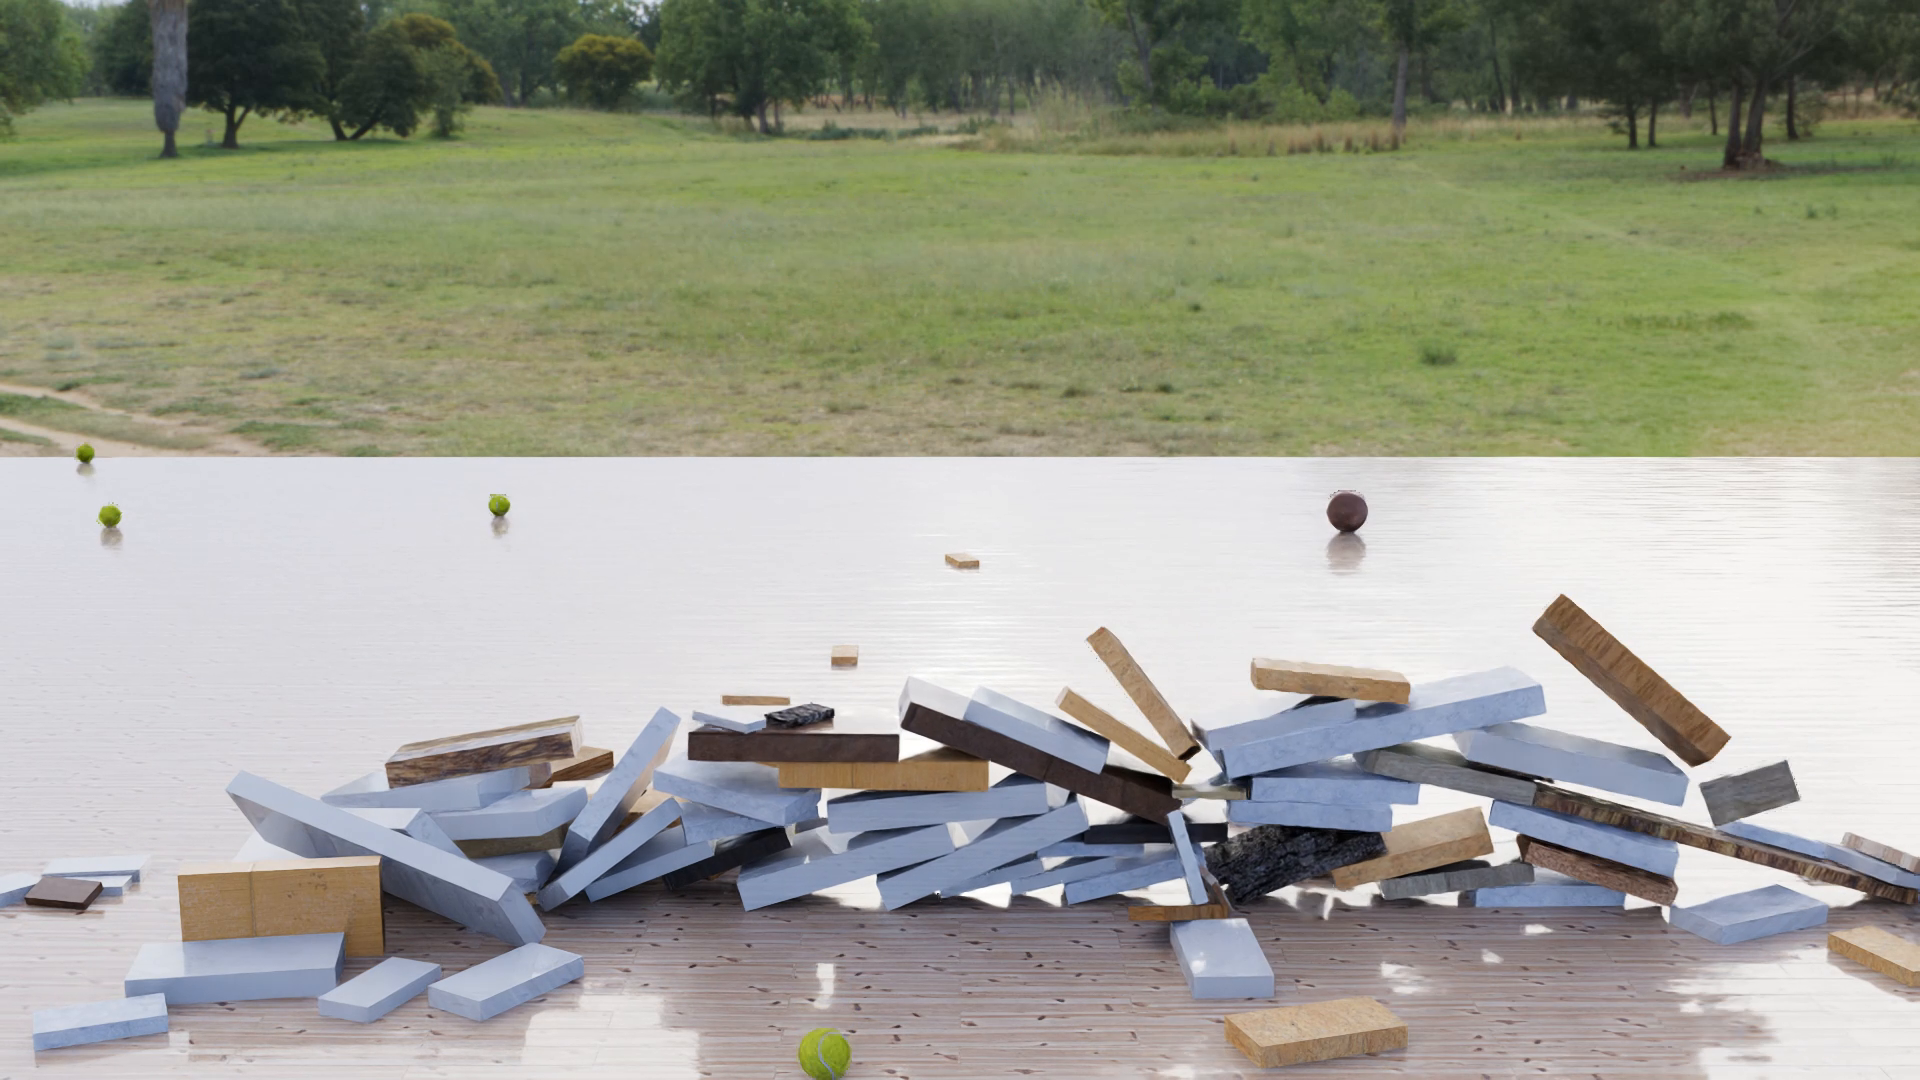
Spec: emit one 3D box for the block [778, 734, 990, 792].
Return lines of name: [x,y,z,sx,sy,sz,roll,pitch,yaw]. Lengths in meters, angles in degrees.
block: [-0.124,0.362,3.604,0.336,0.048,0.168,1,10,-2]

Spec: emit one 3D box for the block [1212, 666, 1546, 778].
block: [0.681,0.298,3.628,0.526,0.050,0.175,-11,7,-1]

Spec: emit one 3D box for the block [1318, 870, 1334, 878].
block: [0.608,0.557,3.791,0.150,0.021,0.075,3,11,13]

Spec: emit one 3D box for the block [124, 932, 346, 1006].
block: [-1.077,0.640,3.284,0.295,0.042,0.148,-2,11,-10]

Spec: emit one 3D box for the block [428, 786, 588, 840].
block: [-0.841,0.467,3.721,0.408,0.042,0.148,-6,7,24]

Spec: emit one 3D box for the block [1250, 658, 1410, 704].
block: [0.605,0.230,3.608,0.247,0.035,0.123,6,5,3]

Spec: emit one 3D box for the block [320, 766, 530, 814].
block: [-0.918,0.429,3.774,0.316,0.045,0.158,-7,7,21]

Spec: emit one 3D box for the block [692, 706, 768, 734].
block: [-0.368,0.286,3.514,0.107,0.015,0.054,11,10,29]

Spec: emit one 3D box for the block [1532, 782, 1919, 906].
block: [1.255,0.499,3.628,0.657,0.023,0.081,15,9,-2]

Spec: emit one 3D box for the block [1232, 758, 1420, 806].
block: [0.603,0.397,3.639,0.280,0.040,0.140,2,9,-7]

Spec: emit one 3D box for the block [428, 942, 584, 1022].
block: [-0.670,0.652,3.254,0.106,0.030,0.212,7,13,33]

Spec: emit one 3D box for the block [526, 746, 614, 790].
block: [-0.926,0.487,4.131,0.118,0.034,0.705,6,12,31]

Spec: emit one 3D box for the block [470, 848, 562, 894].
block: [-0.757,0.541,3.707,0.148,0.042,0.296,-9,7,1]

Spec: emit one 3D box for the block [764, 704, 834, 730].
block: [-0.260,0.285,3.561,0.054,0.015,0.107,11,14,41]

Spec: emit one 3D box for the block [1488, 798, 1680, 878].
block: [1.018,0.476,3.597,0.296,0.040,0.140,16,7,14]

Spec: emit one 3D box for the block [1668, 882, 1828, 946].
block: [1.266,0.599,3.531,0.227,0.032,0.113,-5,12,-26]

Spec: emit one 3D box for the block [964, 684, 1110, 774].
block: [0.128,0.308,3.587,0.238,0.034,0.119,22,9,4]

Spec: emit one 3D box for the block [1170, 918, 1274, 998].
block: [0.396,0.634,3.341,0.119,0.034,0.238,-1,11,-3]

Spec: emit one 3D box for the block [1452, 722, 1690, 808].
block: [0.999,0.357,3.616,0.350,0.050,0.175,12,8,3]

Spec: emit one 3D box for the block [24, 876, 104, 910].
block: [-1.476,0.582,3.623,0.110,0.016,0.055,3,31,14]

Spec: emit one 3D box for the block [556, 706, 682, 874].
block: [-0.582,0.434,3.756,0.042,0.148,0.296,31,49,4]

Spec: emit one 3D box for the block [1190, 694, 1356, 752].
block: [0.512,0.292,3.604,0.247,0.035,0.123,-12,7,-5]

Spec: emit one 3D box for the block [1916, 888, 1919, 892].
block: [1.669,0.577,3.669,0.173,0.024,0.086,1,11,6]

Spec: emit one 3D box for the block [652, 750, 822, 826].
block: [-0.363,0.400,3.589,0.246,0.035,0.123,12,19,22]

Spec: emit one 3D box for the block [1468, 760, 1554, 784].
block: [0.915,0.371,3.648,0.140,0.020,0.070,14,8,12]

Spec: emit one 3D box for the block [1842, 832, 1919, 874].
block: [1.563,0.529,3.663,0.086,0.024,0.173,19,1,-19]

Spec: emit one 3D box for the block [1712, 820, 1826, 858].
block: [1.351,0.494,3.670,0.161,0.023,0.081,15,0,0]

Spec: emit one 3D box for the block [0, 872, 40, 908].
block: [-1.603,0.586,3.628,0.080,0.023,0.159,8,13,37]

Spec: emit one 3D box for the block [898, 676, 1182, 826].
block: [0.129,0.347,3.622,0.473,0.048,0.168,21,9,-6]

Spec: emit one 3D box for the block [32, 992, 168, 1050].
block: [-1.216,0.681,3.112,0.175,0.025,0.088,-4,11,-22]

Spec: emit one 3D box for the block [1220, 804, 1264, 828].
block: [0.622,0.527,3.953,0.069,0.020,0.378,-8,13,-37]

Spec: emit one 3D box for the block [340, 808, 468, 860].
block: [-0.920,0.502,3.572,0.301,0.150,0.043,-7,38,45]

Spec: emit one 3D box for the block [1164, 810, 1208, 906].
block: [0.361,0.507,3.516,0.021,0.150,0.075,-17,-7,-2]

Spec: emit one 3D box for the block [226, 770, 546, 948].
block: [-0.915,0.506,3.487,0.573,0.150,0.043,16,55,26]

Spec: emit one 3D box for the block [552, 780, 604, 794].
block: [-0.695,0.492,4.008,0.121,0.034,0.258,-1,10,-3]

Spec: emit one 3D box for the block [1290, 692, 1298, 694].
block: [0.607,0.377,3.820,0.032,0.227,0.113,-9,24,3]

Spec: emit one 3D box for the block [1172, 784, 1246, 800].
block: [0.403,0.409,3.567,0.119,0.013,0.045,0,7,5]

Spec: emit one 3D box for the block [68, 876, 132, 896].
block: [-1.450,0.580,3.682,0.110,0.016,0.055,-1,11,-4]

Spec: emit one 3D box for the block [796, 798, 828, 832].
block: [-0.312,0.503,4.054,0.212,0.030,0.106,3,11,15]

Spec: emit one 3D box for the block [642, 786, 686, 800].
block: [-0.506,0.467,4.052,0.121,0.034,0.241,1,10,7]

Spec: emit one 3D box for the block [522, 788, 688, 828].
block: [-0.644,0.476,3.900,0.518,0.025,0.088,1,11,21]

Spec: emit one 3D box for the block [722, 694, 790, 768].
block: [-0.373,0.404,3.972,0.123,0.246,0.035,2,0,-5]

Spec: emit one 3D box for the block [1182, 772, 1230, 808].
block: [0.404,0.415,3.659,0.091,0.013,0.045,-30,0,-2]

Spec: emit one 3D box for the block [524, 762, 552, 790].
block: [-0.883,0.442,4.054,0.237,0.034,0.118,-5,-15,-23]

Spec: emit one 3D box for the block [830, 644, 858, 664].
block: [-0.278,0.276,5.311,0.063,0.018,0.125,0,11,-1]
